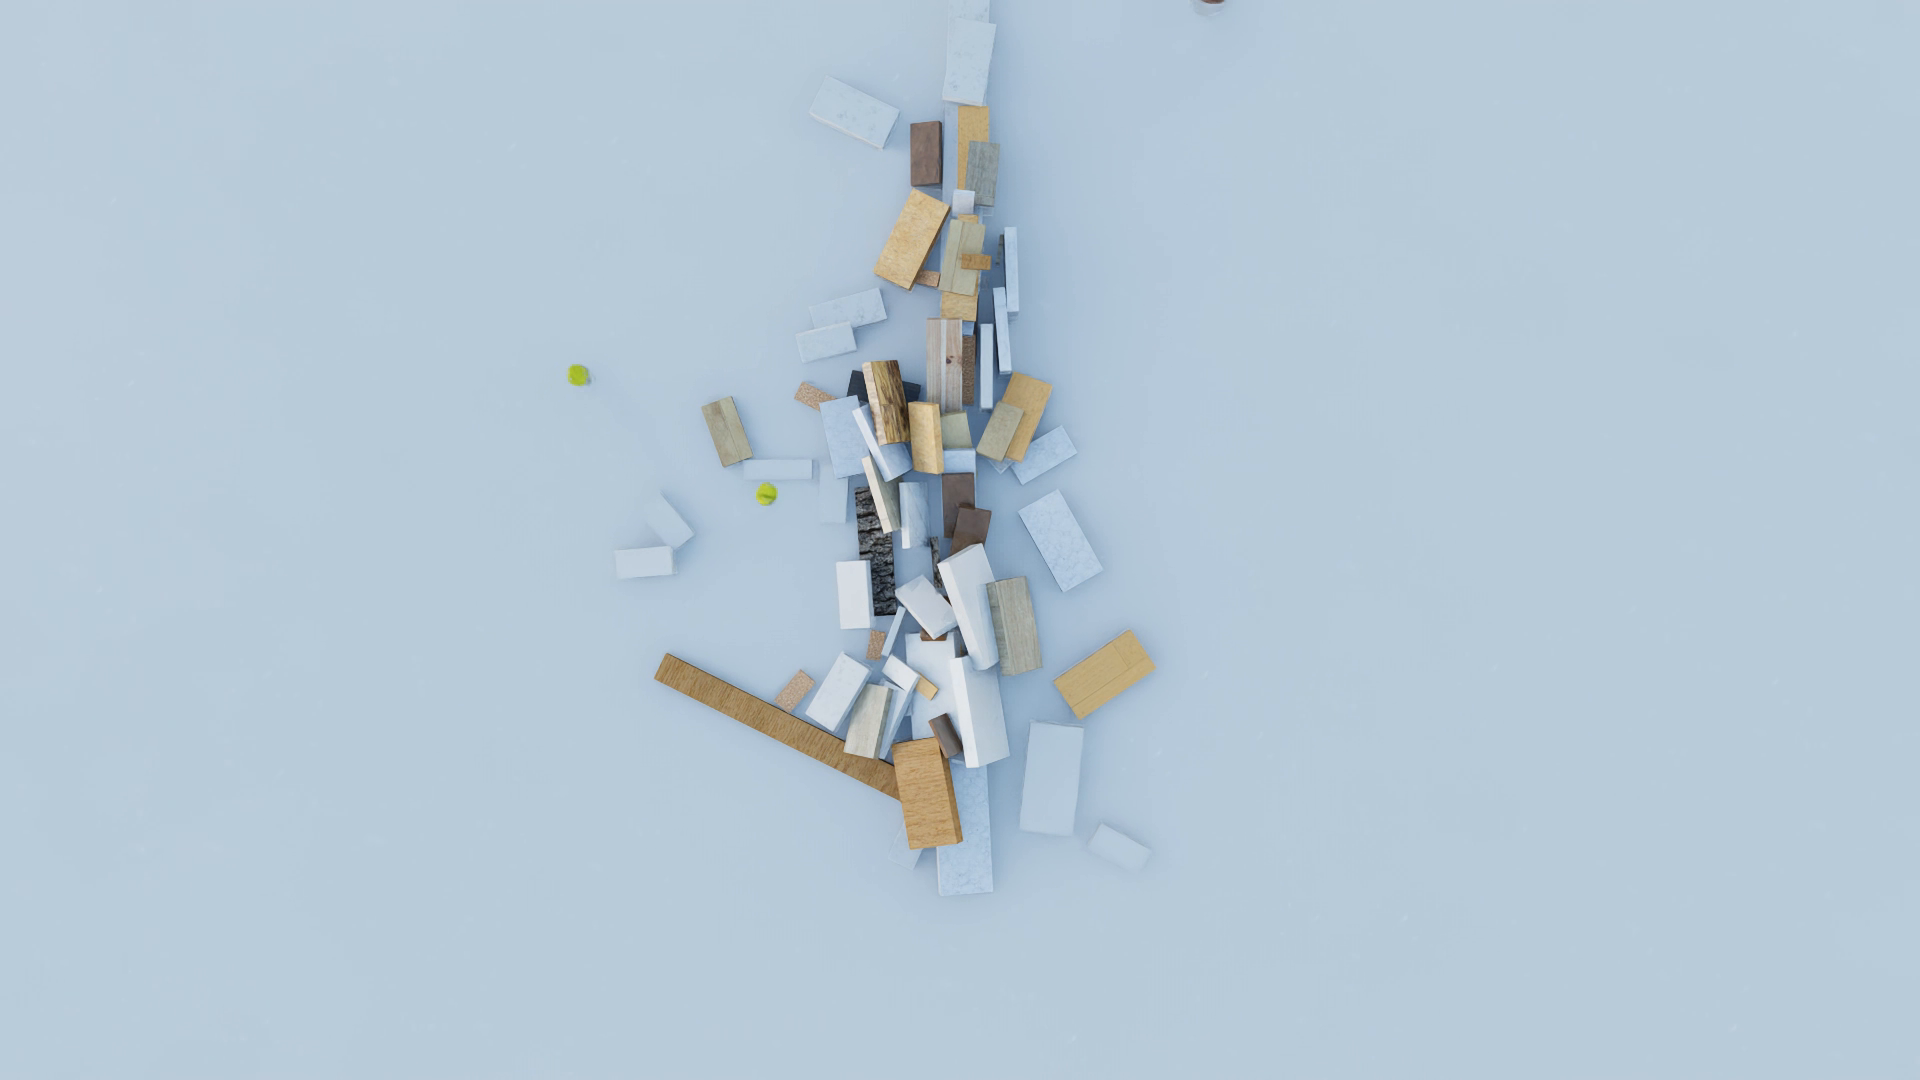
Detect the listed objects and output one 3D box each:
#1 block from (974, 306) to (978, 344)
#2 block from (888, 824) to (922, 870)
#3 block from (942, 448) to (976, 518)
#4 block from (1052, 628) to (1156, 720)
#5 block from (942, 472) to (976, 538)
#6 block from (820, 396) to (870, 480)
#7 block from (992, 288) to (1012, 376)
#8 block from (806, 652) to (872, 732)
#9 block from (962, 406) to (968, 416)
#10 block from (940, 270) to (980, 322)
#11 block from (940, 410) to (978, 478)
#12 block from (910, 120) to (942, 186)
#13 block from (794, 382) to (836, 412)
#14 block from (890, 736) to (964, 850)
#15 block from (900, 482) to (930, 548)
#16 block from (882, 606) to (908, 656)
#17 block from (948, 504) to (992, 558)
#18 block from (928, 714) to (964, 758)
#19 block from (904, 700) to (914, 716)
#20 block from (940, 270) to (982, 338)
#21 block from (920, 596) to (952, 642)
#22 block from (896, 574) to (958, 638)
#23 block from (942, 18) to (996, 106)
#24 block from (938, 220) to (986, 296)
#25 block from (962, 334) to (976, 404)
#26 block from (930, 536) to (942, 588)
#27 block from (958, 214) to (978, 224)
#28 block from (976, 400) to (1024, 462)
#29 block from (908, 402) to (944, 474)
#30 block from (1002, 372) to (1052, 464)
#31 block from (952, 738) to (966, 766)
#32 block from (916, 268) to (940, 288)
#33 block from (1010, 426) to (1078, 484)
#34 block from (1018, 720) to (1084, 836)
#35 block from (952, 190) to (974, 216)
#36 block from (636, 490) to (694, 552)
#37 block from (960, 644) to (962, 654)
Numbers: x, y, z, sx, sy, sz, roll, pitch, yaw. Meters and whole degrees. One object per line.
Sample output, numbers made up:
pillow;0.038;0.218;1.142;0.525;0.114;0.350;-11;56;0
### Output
block;0.001;-0.701;5.456;0.114;0.032;0.228;2;104;0
block;-0.160;0.992;5.487;0.094;0.027;0.188;25;90;0
block;-0.005;-0.189;5.448;0.113;0.032;0.227;-1;109;0
block;0.480;0.447;5.478;0.309;0.044;0.154;-34;90;0
block;-0.003;-0.115;5.440;0.108;0.030;0.215;-2;109;0
block;-0.375;-0.340;5.455;0.128;0.036;0.256;-13;90;0
block;0.138;-0.686;5.432;0.038;0.135;0.271;-5;90;0
block;-0.401;0.505;5.463;0.118;0.033;0.236;30;90;21
block;-0.002;-0.398;5.479;0.047;0.013;0.094;4;90;2
block;0.003;-0.827;5.346;0.115;0.033;0.230;4;93;0
block;-0.016;-0.308;5.441;0.113;0.032;0.227;-10;111;3
block;-0.112;-1.280;5.468;0.102;0.029;0.204;0;90;22
block;-0.481;-0.471;5.491;0.128;0.018;0.064;26;90;0
block;-0.109;0.828;5.409;0.175;0.050;0.350;-12;86;25
block;-0.149;-0.082;5.448;0.030;0.108;0.215;-3;90;38
block;-0.215;0.301;5.457;0.024;0.085;0.169;21;90;4
block;0.030;-0.002;5.447;0.108;0.030;0.215;11;109;-4
block;-0.045;0.637;5.367;0.068;0.019;0.136;-19;78;-35
block;-0.202;0.562;5.467;0.097;0.014;0.049;-11;87;27
block;0.000;-0.784;5.394;0.114;0.032;0.228;8;83;1
block;-0.073;0.258;5.425;0.085;0.024;0.169;-2;49;19
block;-0.105;0.218;5.410;0.111;0.031;0.221;-30;56;-20
block;0.030;-1.573;5.428;0.135;0.038;0.270;10;84;0
block;0.007;-0.908;5.310;0.115;0.033;0.229;11;93;0
block;-0.008;-0.567;5.457;0.114;0.032;0.228;2;104;0
block;-0.079;0.074;5.457;0.024;0.085;0.169;-5;90;-2
block;0.015;-0.872;5.440;0.068;0.019;0.397;4;104;-1
block;0.132;-0.356;5.415;0.093;0.026;0.186;23;83;10
block;-0.111;-0.336;5.407;0.032;0.113;0.227;-18;110;-42
block;0.191;-0.406;5.452;0.137;0.039;0.275;21;82;10
block;0.020;0.683;5.445;0.067;0.019;0.133;13;48;6
block;-0.111;-0.872;5.473;0.095;0.013;0.047;17;96;23
block;0.272;-0.282;5.485;0.213;0.030;0.107;-30;90;0
block;0.303;0.791;5.475;0.179;0.051;0.357;6;90;0
block;0.011;-1.099;5.394;0.068;0.137;0.019;6;70;0
block;-0.978;-0.061;5.487;0.094;0.027;0.187;-40;90;0
block;-0.015;0.400;5.493;0.050;0.014;0.100;-3;90;0
